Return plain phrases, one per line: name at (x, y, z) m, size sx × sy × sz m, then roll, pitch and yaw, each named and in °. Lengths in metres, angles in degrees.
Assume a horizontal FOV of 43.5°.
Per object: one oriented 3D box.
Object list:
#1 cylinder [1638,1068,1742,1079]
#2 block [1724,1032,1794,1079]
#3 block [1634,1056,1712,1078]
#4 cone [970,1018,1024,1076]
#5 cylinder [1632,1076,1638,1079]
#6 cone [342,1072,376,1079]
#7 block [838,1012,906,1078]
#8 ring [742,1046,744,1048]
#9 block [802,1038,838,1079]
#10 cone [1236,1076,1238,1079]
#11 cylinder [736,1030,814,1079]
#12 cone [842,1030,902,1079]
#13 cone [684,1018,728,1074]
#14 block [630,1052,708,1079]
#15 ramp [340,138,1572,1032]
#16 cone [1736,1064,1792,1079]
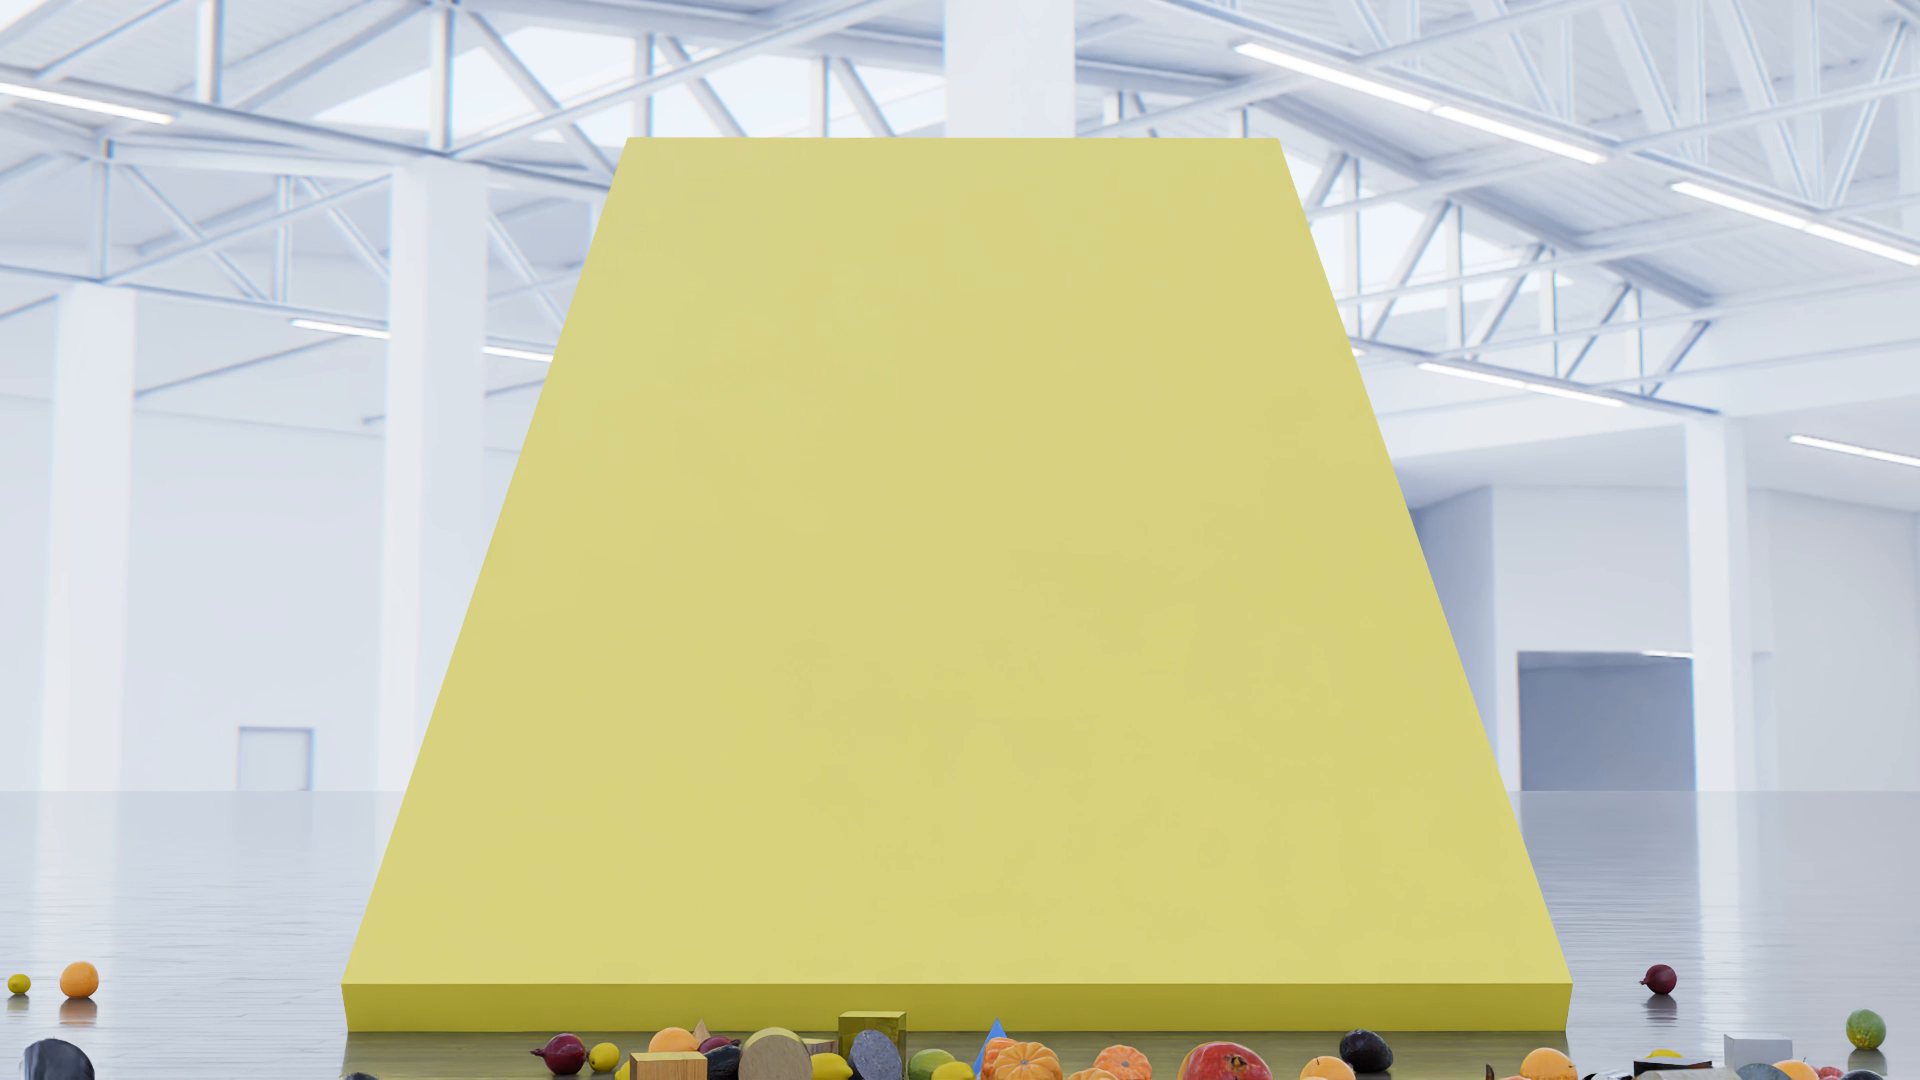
cylinder at (0.799, 0.626, 2.627) m, size 0.093 × 0.093 × 0.093 m, roll 2°, pitch -6°, yaw -16°
block at (1.050, 0.690, 3.162) m, size 0.074 × 0.074 × 0.074 m, roll -1°, pitch -6°, yaw 8°
block at (0.867, 0.668, 2.922) m, size 0.069 × 0.069 × 0.069 m, roll -5°, pitch -8°, yaw 41°
cone at (0.052, 0.711, 3.384) m, size 0.077 × 0.077 × 0.077 m, roll 0°, pitch -6°, yaw 0°
cylinder at (0.828, 0.665, 2.860) m, size 0.063 × 0.063 × 0.063 m, roll -4°, pitch -7°, yaw 35°
cone at (-0.713, 0.675, 2.817) m, size 0.072 × 0.072 × 0.072 m, roll -2°, pitch 24°, yaw 17°
block at (-0.122, 0.705, 3.361) m, size 0.084 × 0.084 × 0.084 m, roll -1°, pitch -6°, yaw 6°
ring at (-0.258, 0.735, 3.430) m, size 0.115 × 0.038 × 0.115 m, roll 1°, pitch -5°, yaw 0°
block at (-0.205, 0.713, 3.289) m, size 0.054 × 0.054 × 0.054 m, roll -3°, pitch -7°, yaw 30°
cone at (0.312, 0.643, 2.713) m, size 0.076 × 0.076 × 0.076 m, roll 0°, pitch -6°, yaw 0°
cylinder at (-0.234, 0.668, 3.045) m, size 0.093 × 0.093 × 0.093 m, roll 1°, pitch -12°, yaw -9°
cone at (-0.137, 0.717, 3.253) m, size 0.083 × 0.083 × 0.083 m, roll 6°, pitch -35°, yaw -44°
cone at (-0.366, 0.714, 3.404) m, size 0.075 × 0.075 × 0.075 m, roll 0°, pitch -6°, yaw 0°
block at (-0.347, 0.654, 2.854) m, size 0.082 × 0.082 × 0.082 m, roll 1°, pitch -6°, yaw -13°
ramp at (-0.012, -0.215, 5.672) m, size 2.000 × 0.100 × 4.000 m, roll 0°, pitch 29°, yaw 0°
cone at (0.935, 0.674, 2.835) m, size 0.087 × 0.087 × 0.087 m, roll 0°, pitch -33°, yaw -2°
